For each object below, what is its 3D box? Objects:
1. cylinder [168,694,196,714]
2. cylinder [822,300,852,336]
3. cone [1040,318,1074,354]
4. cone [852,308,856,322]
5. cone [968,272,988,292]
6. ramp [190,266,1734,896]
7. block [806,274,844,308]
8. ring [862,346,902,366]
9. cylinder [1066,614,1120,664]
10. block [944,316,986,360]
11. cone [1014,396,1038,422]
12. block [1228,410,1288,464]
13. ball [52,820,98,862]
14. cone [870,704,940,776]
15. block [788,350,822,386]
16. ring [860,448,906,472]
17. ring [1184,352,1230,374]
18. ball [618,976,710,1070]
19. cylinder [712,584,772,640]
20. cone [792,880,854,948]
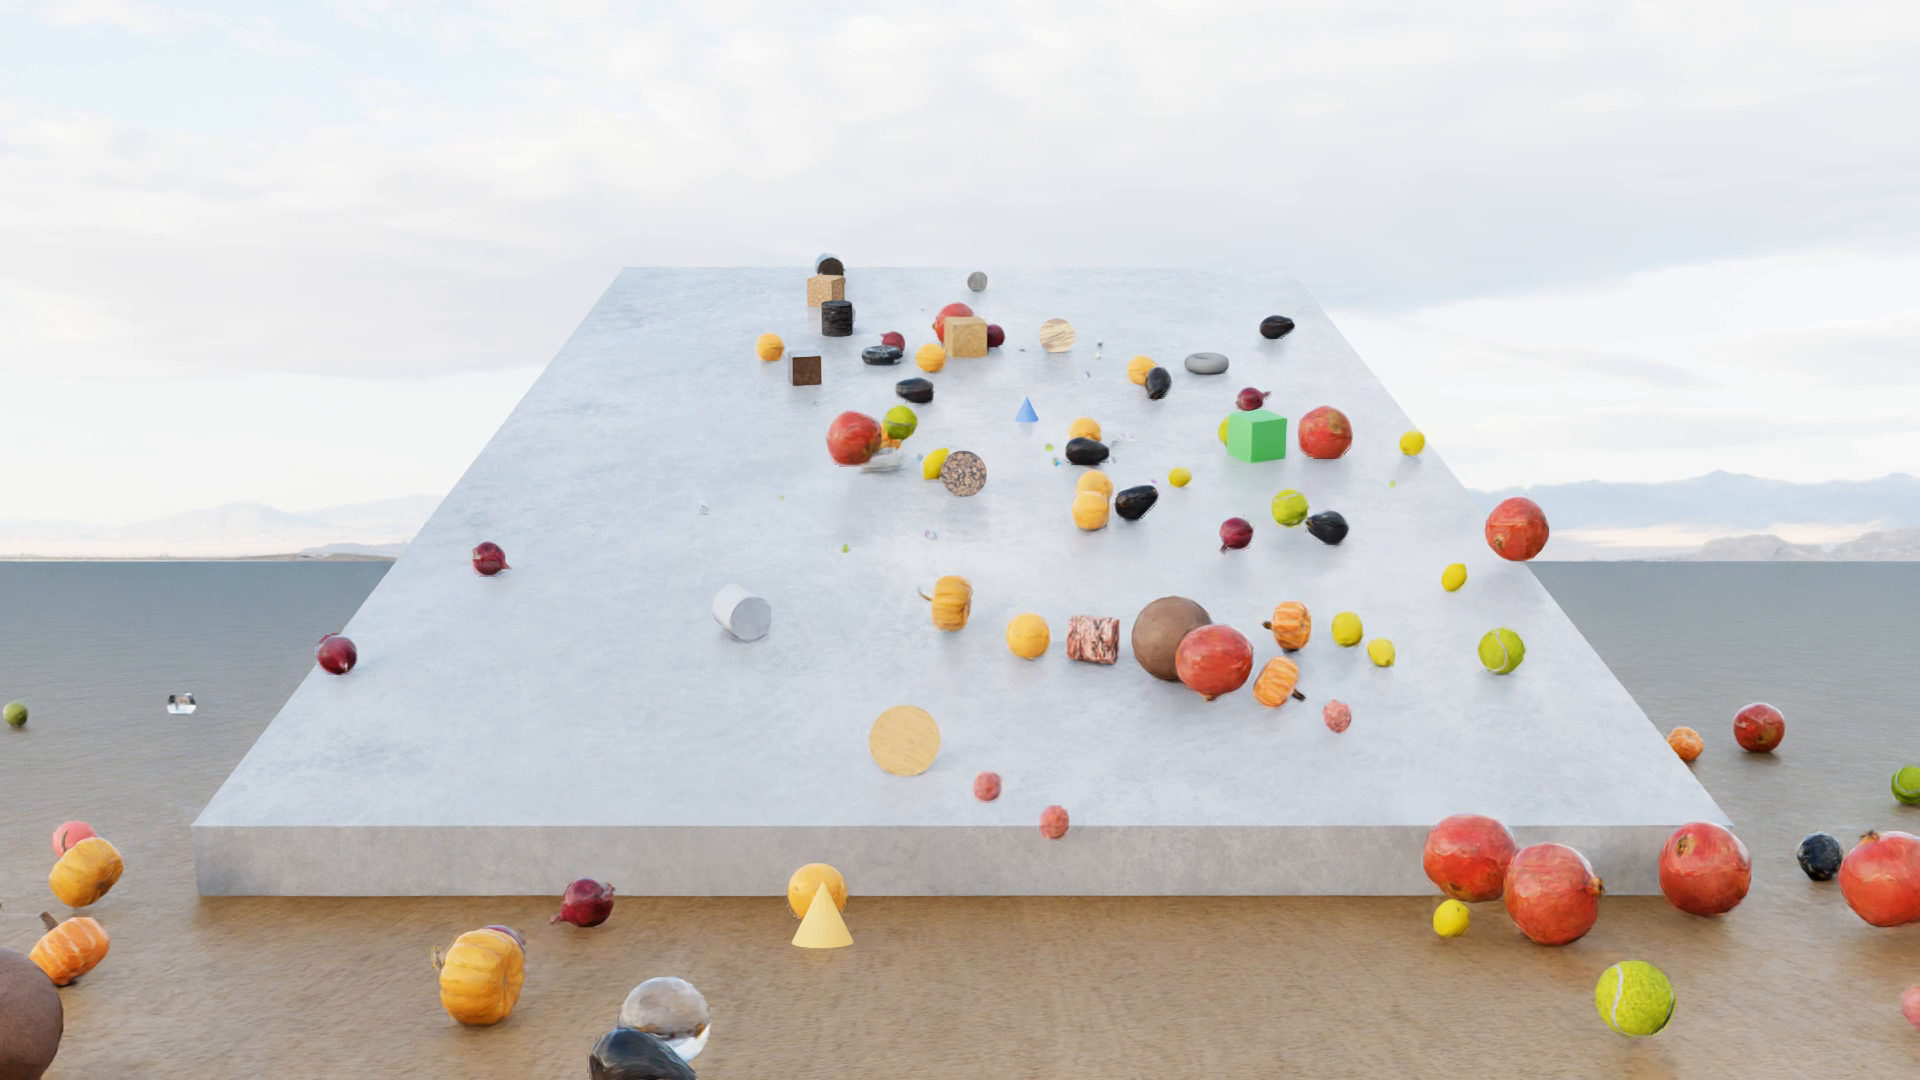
[{"bbox_3d":[-2.189,0.461,6.260,0.054,0.054,0.054,0,2,37],"label":"cylinder"},{"bbox_3d":[-0.319,-0.574,5.776,0.080,0.080,0.080,0,17,0],"label":"cylinder"},{"bbox_3d":[0.246,-0.504,5.620,0.090,0.090,0.090,0,-9,4],"label":"cone"},{"bbox_3d":[-0.303,-0.588,5.907,0.061,0.061,0.061,0,-9,3],"label":"cone"},{"bbox_3d":[0.057,-0.731,6.365,0.061,0.061,0.061,0,-10,11],"label":"cone"},{"bbox_3d":[-0.003,-0.178,4.811,2.000,0.100,4.000,0,17,0],"label":"ramp"},{"bbox_3d":[-0.370,-0.686,6.139,0.076,0.076,0.076,8,19,24],"label":"block"},{"bbox_3d":[-0.192,-0.454,5.468,0.102,0.034,0.102,-1,18,0],"label":"ring"},{"bbox_3d":[0.208,0.154,3.459,0.070,0.070,0.070,4,1,14],"label":"cylinder"},{"bbox_3d":[0.013,-0.503,5.538,0.087,0.087,0.087,-5,18,-15],"label":"block"},{"bbox_3d":[0.148,-0.292,4.917,0.054,0.054,0.054,0,17,0],"label":"cone"},{"bbox_3d":[0.616,-0.216,4.620,0.087,0.087,0.087,-8,19,-25],"label":"block"},{"bbox_3d":[-1.287,0.438,3.238,0.060,0.060,0.060,0,0,0],"label":"ball"},{"bbox_3d":[-0.073,0.282,3.095,0.098,0.098,0.098,0,-9,3],"label":"cone"},{"bbox_3d":[-0.367,-0.407,5.257,0.069,0.069,0.069,-4,18,-13],"label":"block"},{"bbox_3d":[-0.157,-0.164,4.544,0.098,0.033,0.098,-1,18,0],"label":"ring"},{"bbox_3d":[0.596,-0.427,5.383,0.109,0.036,0.109,-1,18,0],"label":"ring"},{"bbox_3d":[-0.249,0.406,1.873,0.078,0.078,0.078,0,0,0],"label":"ball"},{"bbox_3d":[-0.350,0.116,3.576,0.073,0.073,0.073,0,15,-30],"label":"cylinder"},{"bbox_3d":[-0.158,0.428,2.566,0.072,0.072,0.072,0,0,0],"label":"cone"}]
